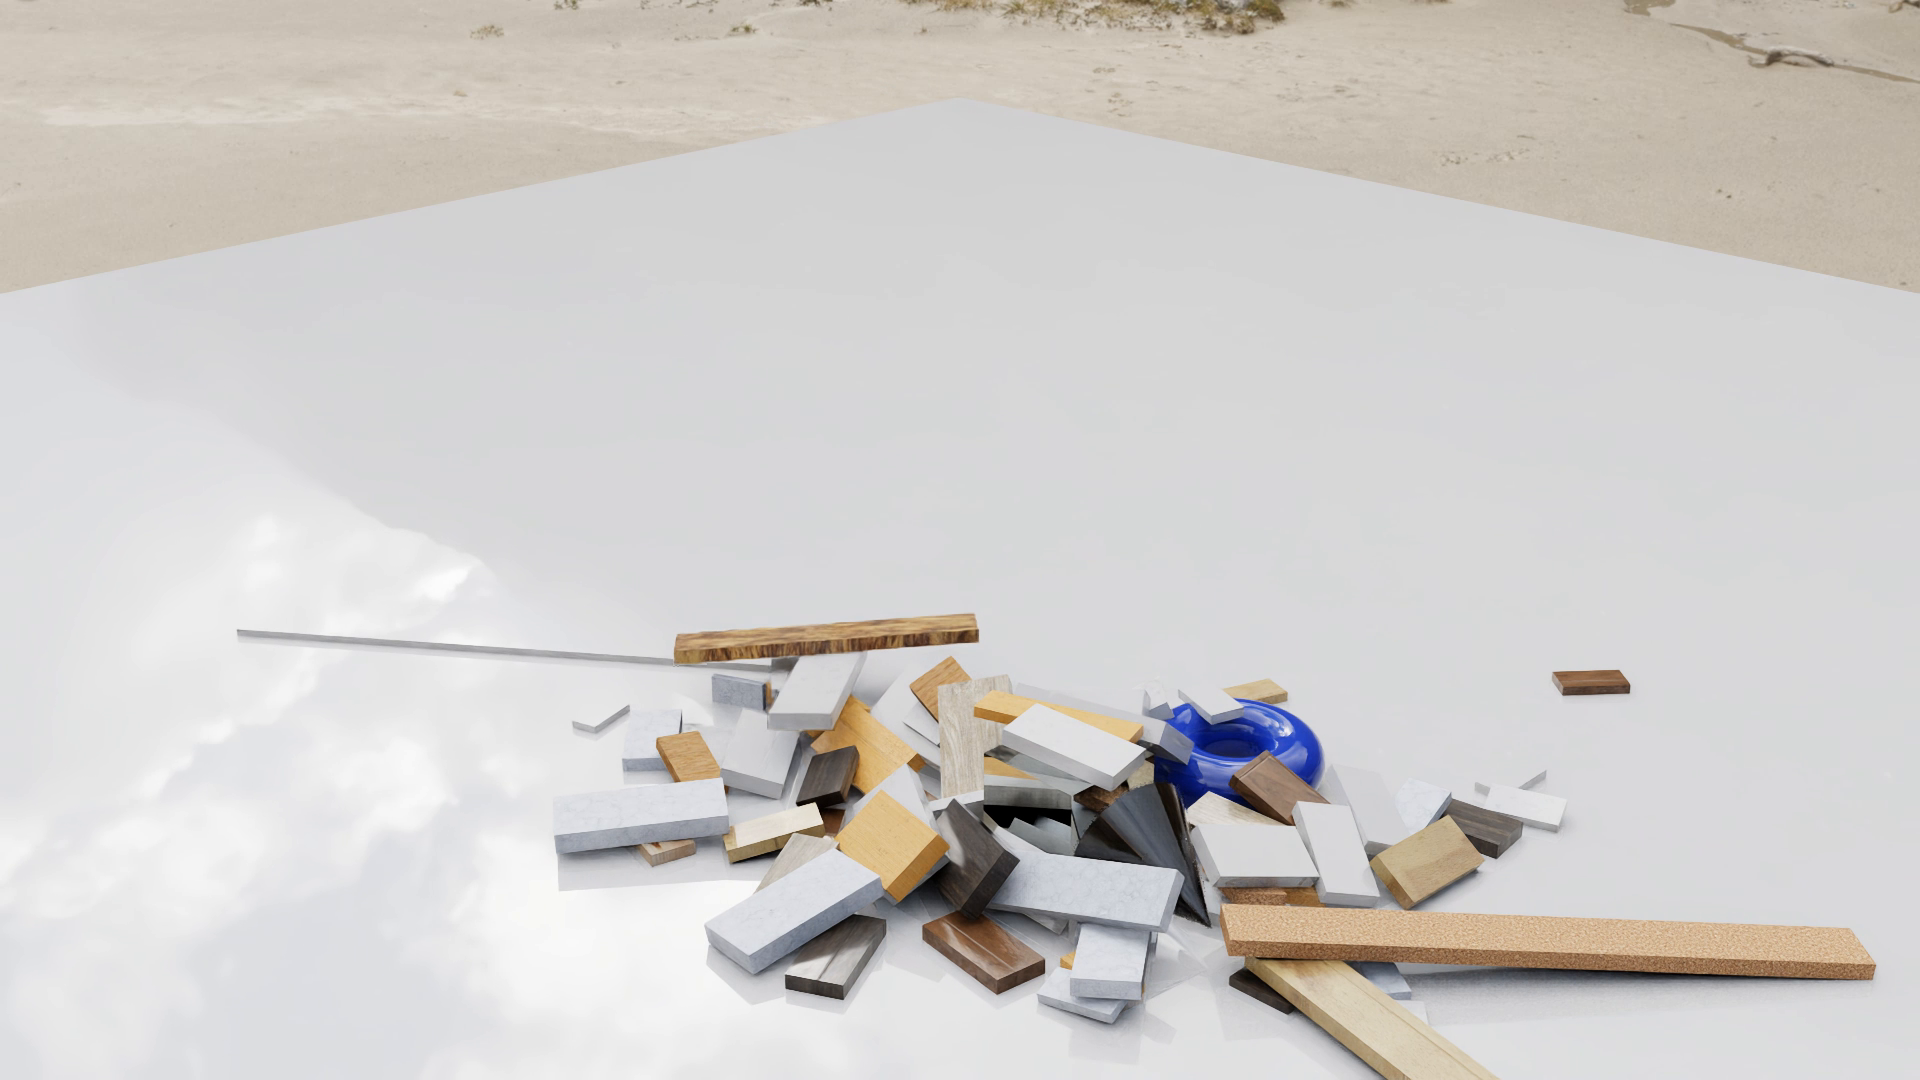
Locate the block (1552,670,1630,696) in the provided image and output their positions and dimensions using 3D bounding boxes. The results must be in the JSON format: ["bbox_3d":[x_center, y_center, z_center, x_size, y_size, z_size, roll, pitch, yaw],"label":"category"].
[{"bbox_3d":[1.427,0.322,4.973,0.155,0.022,0.077,-2,23,-4],"label":"block"}]

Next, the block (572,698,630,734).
[{"bbox_3d":[-0.788,0.386,4.829,0.063,0.018,0.125,12,26,26],"label":"block"}]

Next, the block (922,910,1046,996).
[{"bbox_3d":[0.042,0.740,3.977,0.110,0.031,0.221,-17,28,-34],"label":"block"}]

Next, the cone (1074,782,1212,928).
[{"bbox_3d":[0.386,0.629,4.065,0.256,0.256,0.256,-15,45,-32],"label":"cone"}]

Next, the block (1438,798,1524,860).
[{"bbox_3d":[0.994,0.564,4.390,0.225,0.032,0.112,17,28,35],"label":"block"}]

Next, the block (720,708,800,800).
[{"bbox_3d":[-0.418,0.447,4.617,0.131,0.037,0.263,15,23,-2],"label":"block"}]

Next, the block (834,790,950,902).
[{"bbox_3d":[-0.134,0.579,4.185,0.140,0.040,0.280,-46,25,-9],"label":"block"}]

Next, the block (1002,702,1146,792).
[{"bbox_3d":[0.215,0.392,4.173,0.245,0.035,0.122,21,32,27],"label":"block"}]

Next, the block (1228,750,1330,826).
[{"bbox_3d":[0.648,0.517,4.311,0.225,0.032,0.112,40,46,23],"label":"block"}]

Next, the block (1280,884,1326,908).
[{"bbox_3d":[0.662,0.640,4.218,0.093,0.026,0.185,5,24,13],"label":"block"}]

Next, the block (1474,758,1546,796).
[{"bbox_3d":[1.142,0.498,4.560,0.151,0.021,0.076,-21,31,-40],"label":"block"}]

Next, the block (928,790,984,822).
[{"bbox_3d":[0.015,0.532,4.340,0.163,0.081,0.023,-14,50,14],"label":"block"}]

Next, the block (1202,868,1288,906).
[{"bbox_3d":[0.534,0.645,4.144,0.096,0.027,0.193,4,11,-14],"label":"block"}]

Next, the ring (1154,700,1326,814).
[{"bbox_3d":[0.562,0.450,4.542,0.384,0.128,0.384,0,24,0],"label":"ring"}]

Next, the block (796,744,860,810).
[{"bbox_3d":[-0.268,0.486,4.473,0.097,0.027,0.194,-16,20,13],"label":"block"}]

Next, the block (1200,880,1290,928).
[{"bbox_3d":[0.507,0.689,4.102,0.193,0.027,0.096,12,26,26],"label":"block"}]

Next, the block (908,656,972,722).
[{"bbox_3d":[-0.001,0.347,4.571,0.110,0.031,0.220,-35,51,-10],"label":"block"}]

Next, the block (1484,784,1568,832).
[{"bbox_3d":[1.139,0.540,4.434,0.151,0.021,0.076,11,42,24],"label":"block"}]

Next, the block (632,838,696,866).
[{"bbox_3d":[-0.606,0.582,4.356,0.093,0.026,0.185,-13,26,-28],"label":"block"}]

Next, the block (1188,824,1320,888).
[{"bbox_3d":[0.549,0.589,4.102,0.234,0.033,0.117,5,44,-31],"label":"block"}]

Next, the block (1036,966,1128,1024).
[{"bbox_3d":[0.216,0.793,3.833,0.148,0.021,0.074,10,36,32],"label":"block"}]

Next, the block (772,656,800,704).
[{"bbox_3d":[-0.351,0.297,4.903,0.136,0.039,0.273,-4,18,-4],"label":"block"}]

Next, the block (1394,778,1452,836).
[{"bbox_3d":[0.891,0.552,4.362,0.093,0.026,0.185,17,44,34],"label":"block"}]

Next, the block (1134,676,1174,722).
[{"bbox_3d":[0.310,0.388,4.635,0.277,0.039,0.136,-26,19,7],"label":"block"}]

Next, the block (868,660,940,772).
[{"bbox_3d":[-0.030,0.393,4.622,0.335,0.047,0.167,27,71,39],"label":"block"}]

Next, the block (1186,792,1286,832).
[{"bbox_3d":[0.546,0.567,4.260,0.225,0.032,0.112,22,35,32],"label":"block"}]

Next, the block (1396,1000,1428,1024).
[{"bbox_3d":[0.769,0.835,3.770,0.064,0.018,0.129,2,23,4],"label":"block"}]

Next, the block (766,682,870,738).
[{"bbox_3d":[-0.315,0.359,4.829,0.136,0.039,0.273,-12,20,-26],"label":"block"}]

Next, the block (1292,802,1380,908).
[{"bbox_3d":[0.715,0.597,4.190,0.112,0.032,0.223,7,40,-16],"label":"block"}]

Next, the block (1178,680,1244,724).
[{"bbox_3d":[0.526,0.340,4.613,0.076,0.021,0.151,-13,23,-18],"label":"block"}]

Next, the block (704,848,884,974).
[{"bbox_3d":[-0.303,0.677,4.032,0.298,0.042,0.149,-27,30,-31],"label":"block"}]

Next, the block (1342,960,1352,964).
[{"bbox_3d":[0.659,0.737,3.990,0.193,0.027,0.096,-11,25,-24],"label":"block"}]

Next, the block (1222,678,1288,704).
[{"bbox_3d":[0.645,0.349,4.910,0.155,0.022,0.077,-11,25,-24],"label":"block"}]
